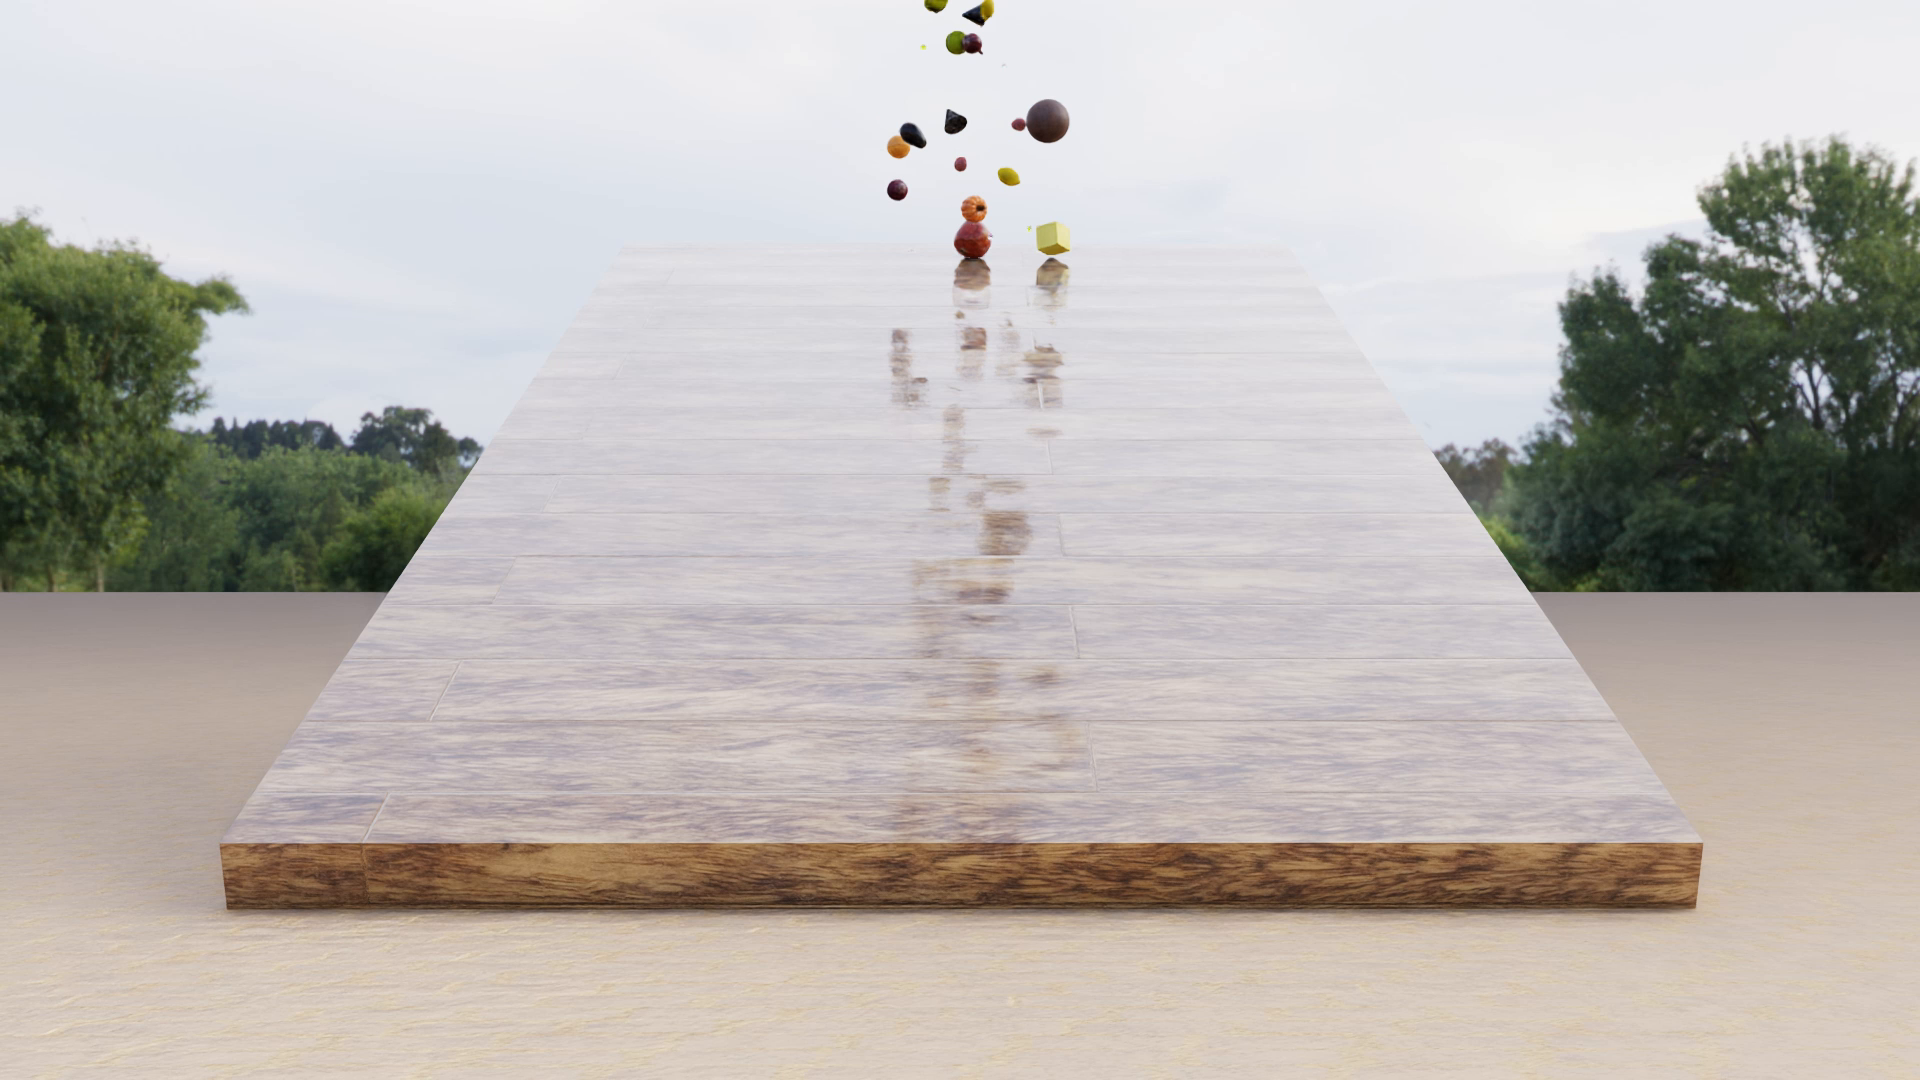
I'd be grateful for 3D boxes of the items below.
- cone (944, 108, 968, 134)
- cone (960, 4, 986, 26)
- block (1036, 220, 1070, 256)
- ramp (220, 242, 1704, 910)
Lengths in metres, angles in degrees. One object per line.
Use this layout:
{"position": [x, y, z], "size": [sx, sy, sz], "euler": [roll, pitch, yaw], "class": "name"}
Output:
{"position": [-0.025, -1.198, 6.373], "size": [0.070, 0.070, 0.070], "euler": [-19, -31, -12], "class": "cone"}
{"position": [0.031, -1.505, 6.460], "size": [0.066, 0.066, 0.066], "euler": [-5, 1, -20], "class": "cone"}
{"position": [0.274, -0.882, 6.592], "size": [0.071, 0.071, 0.071], "euler": [-12, -18, 33], "class": "block"}
{"position": [-0.004, -0.198, 4.942], "size": [2.000, 0.100, 4.000], "euler": [0, 19, 0], "class": "ramp"}
